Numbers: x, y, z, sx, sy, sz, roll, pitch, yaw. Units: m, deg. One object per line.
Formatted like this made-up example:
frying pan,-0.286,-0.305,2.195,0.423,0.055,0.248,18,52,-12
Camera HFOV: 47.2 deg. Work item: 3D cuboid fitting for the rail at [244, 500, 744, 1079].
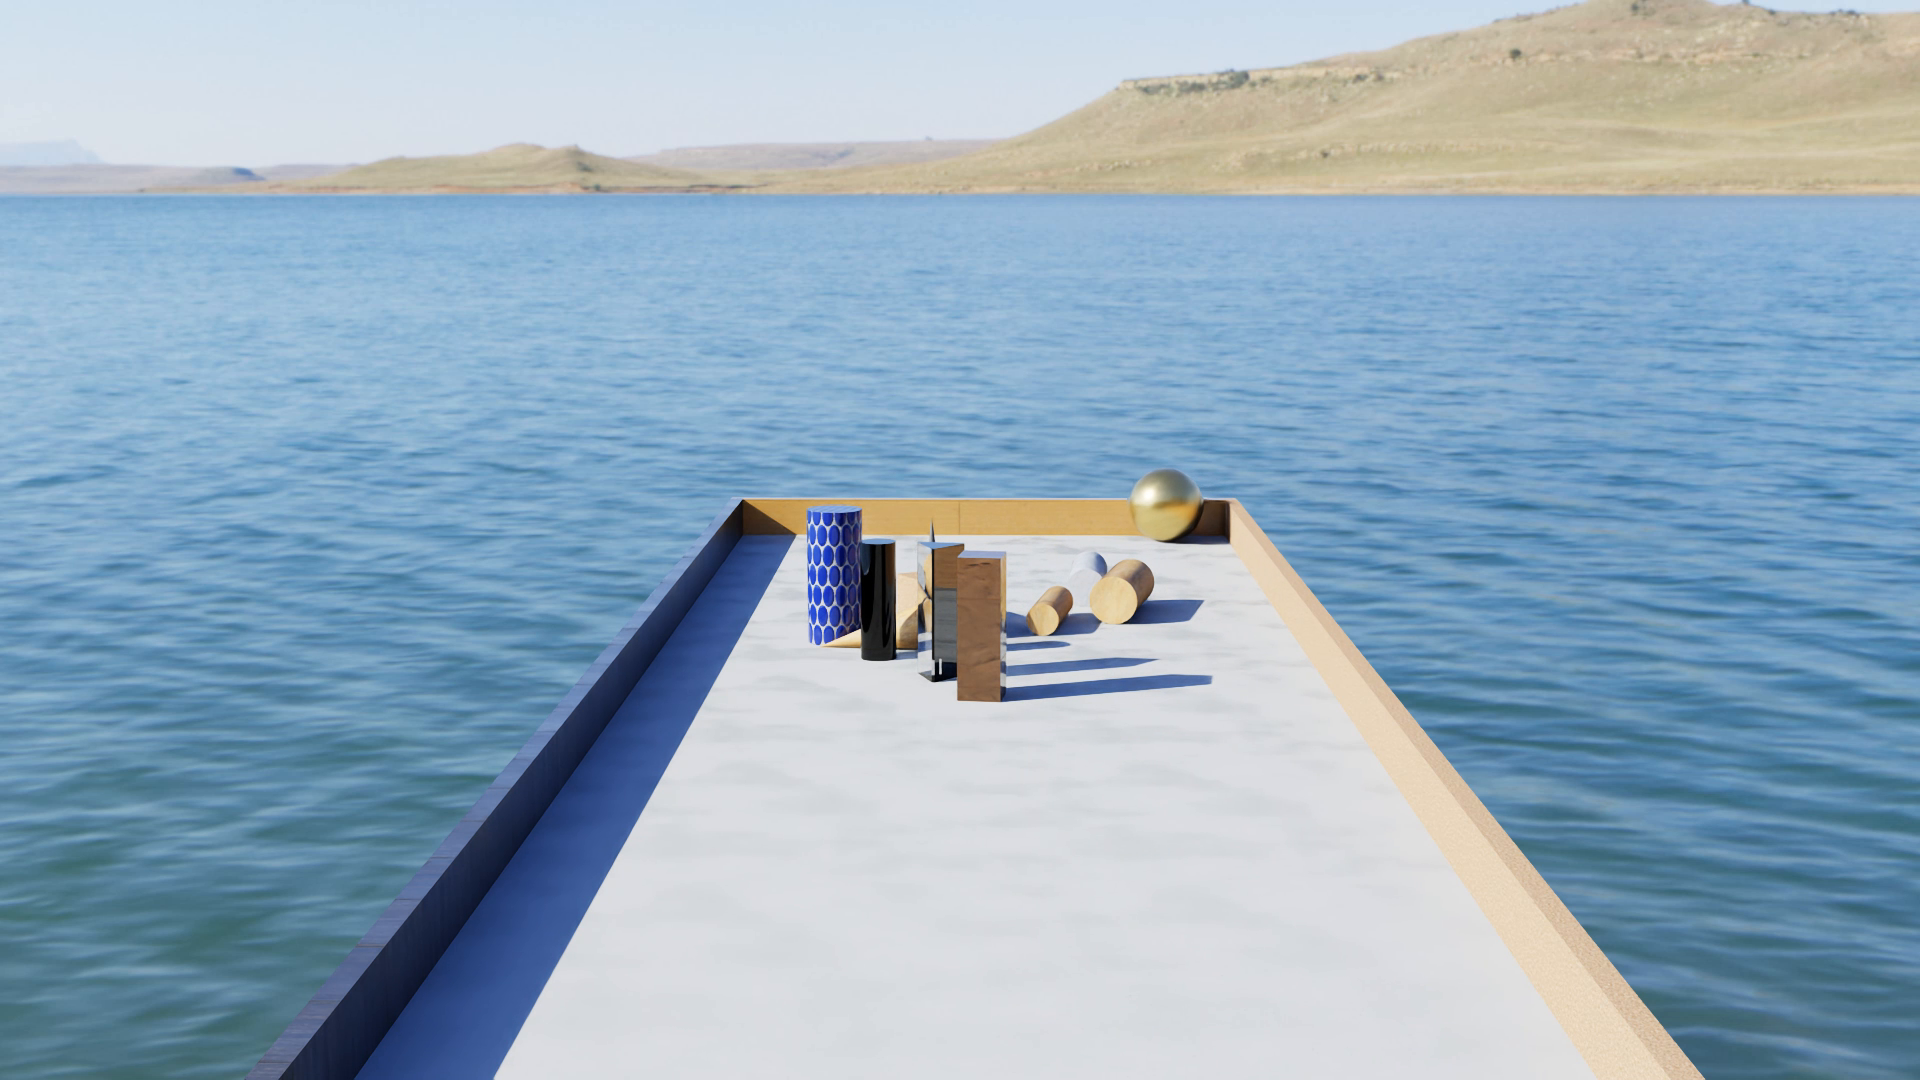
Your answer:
rail,-1.004,0.839,3.234,0.050,0.150,12.000,0,9,1

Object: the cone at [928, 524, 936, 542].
cone,-0.088,0.125,6.951,0.110,0.397,0.110,0,9,0

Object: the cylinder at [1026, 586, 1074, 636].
cylinder,0.297,0.230,7.223,0.104,0.104,0.337,2,9,11

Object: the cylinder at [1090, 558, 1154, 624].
cylinder,0.548,0.171,7.419,0.160,0.160,0.369,2,9,14

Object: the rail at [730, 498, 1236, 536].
rail,0.099,-0.098,9.147,2.100,0.150,0.050,0,9,1

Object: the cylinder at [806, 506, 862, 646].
cylinder,-0.395,0.111,6.956,0.174,0.423,0.174,0,9,0

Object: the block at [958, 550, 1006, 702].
block,0.062,0.242,6.182,0.122,0.408,0.122,1,9,9

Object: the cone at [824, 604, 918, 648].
cone,-0.277,0.302,6.876,0.341,0.146,0.146,-11,8,6

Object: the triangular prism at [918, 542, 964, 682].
triangular prism,-0.078,0.206,6.453,0.120,0.394,0.138,8,12,41

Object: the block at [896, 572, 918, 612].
block,-0.037,0.211,7.168,0.160,0.160,0.401,-5,10,-31

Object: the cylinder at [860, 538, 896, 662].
cylinder,-0.249,0.182,6.708,0.109,0.361,0.109,0,9,0

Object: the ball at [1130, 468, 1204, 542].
ball,0.840,-0.143,8.953,0.301,0.301,0.301,0,9,0

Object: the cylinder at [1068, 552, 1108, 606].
cylinder,0.450,0.134,7.742,0.131,0.131,0.385,1,9,5

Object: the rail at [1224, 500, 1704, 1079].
rail,1.046,0.843,3.208,0.050,0.150,12.000,0,9,1
